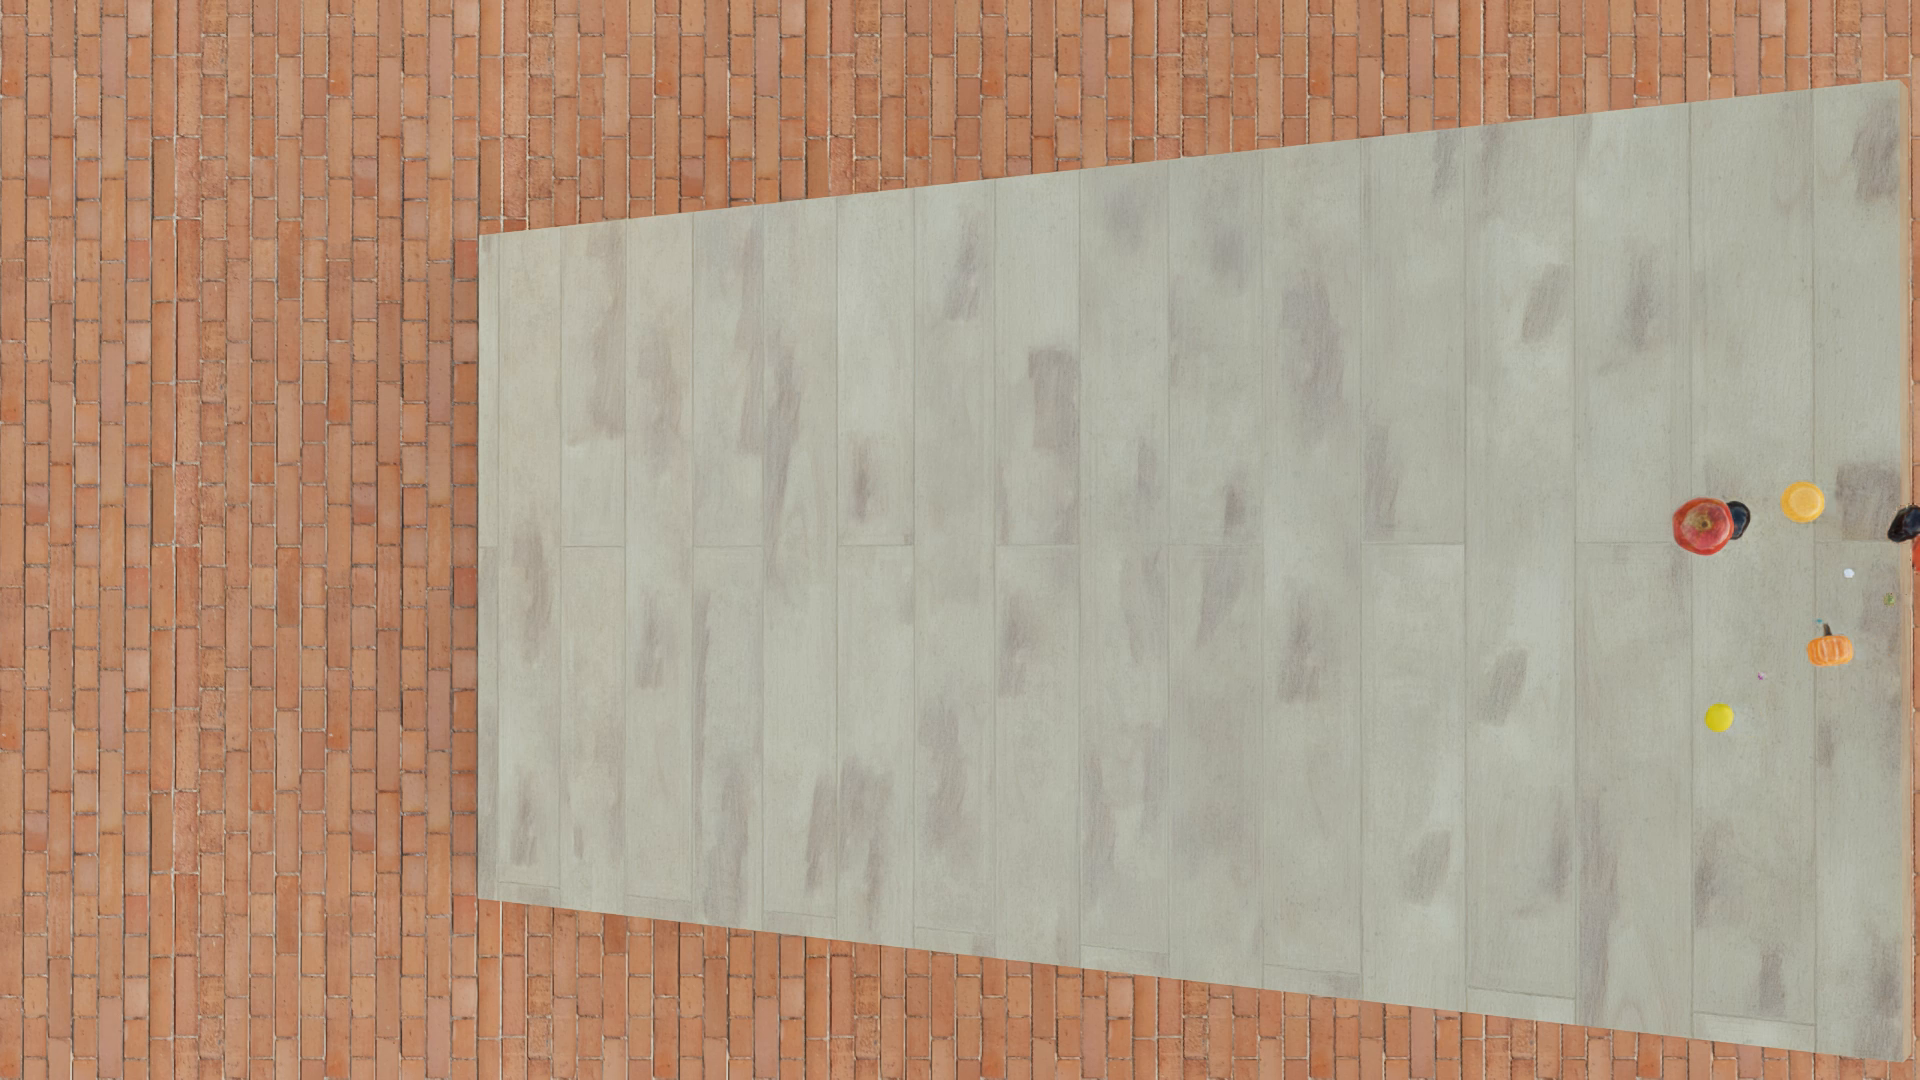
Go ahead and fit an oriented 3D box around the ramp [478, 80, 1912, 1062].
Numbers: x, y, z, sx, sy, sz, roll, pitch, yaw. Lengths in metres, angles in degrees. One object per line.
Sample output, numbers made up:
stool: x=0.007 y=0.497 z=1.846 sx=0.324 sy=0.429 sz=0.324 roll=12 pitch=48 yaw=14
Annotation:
ramp: x=0.258 y=0.071 z=5.595 sx=4.000 sy=0.100 sz=2.000 roll=0 pitch=89 yaw=33
